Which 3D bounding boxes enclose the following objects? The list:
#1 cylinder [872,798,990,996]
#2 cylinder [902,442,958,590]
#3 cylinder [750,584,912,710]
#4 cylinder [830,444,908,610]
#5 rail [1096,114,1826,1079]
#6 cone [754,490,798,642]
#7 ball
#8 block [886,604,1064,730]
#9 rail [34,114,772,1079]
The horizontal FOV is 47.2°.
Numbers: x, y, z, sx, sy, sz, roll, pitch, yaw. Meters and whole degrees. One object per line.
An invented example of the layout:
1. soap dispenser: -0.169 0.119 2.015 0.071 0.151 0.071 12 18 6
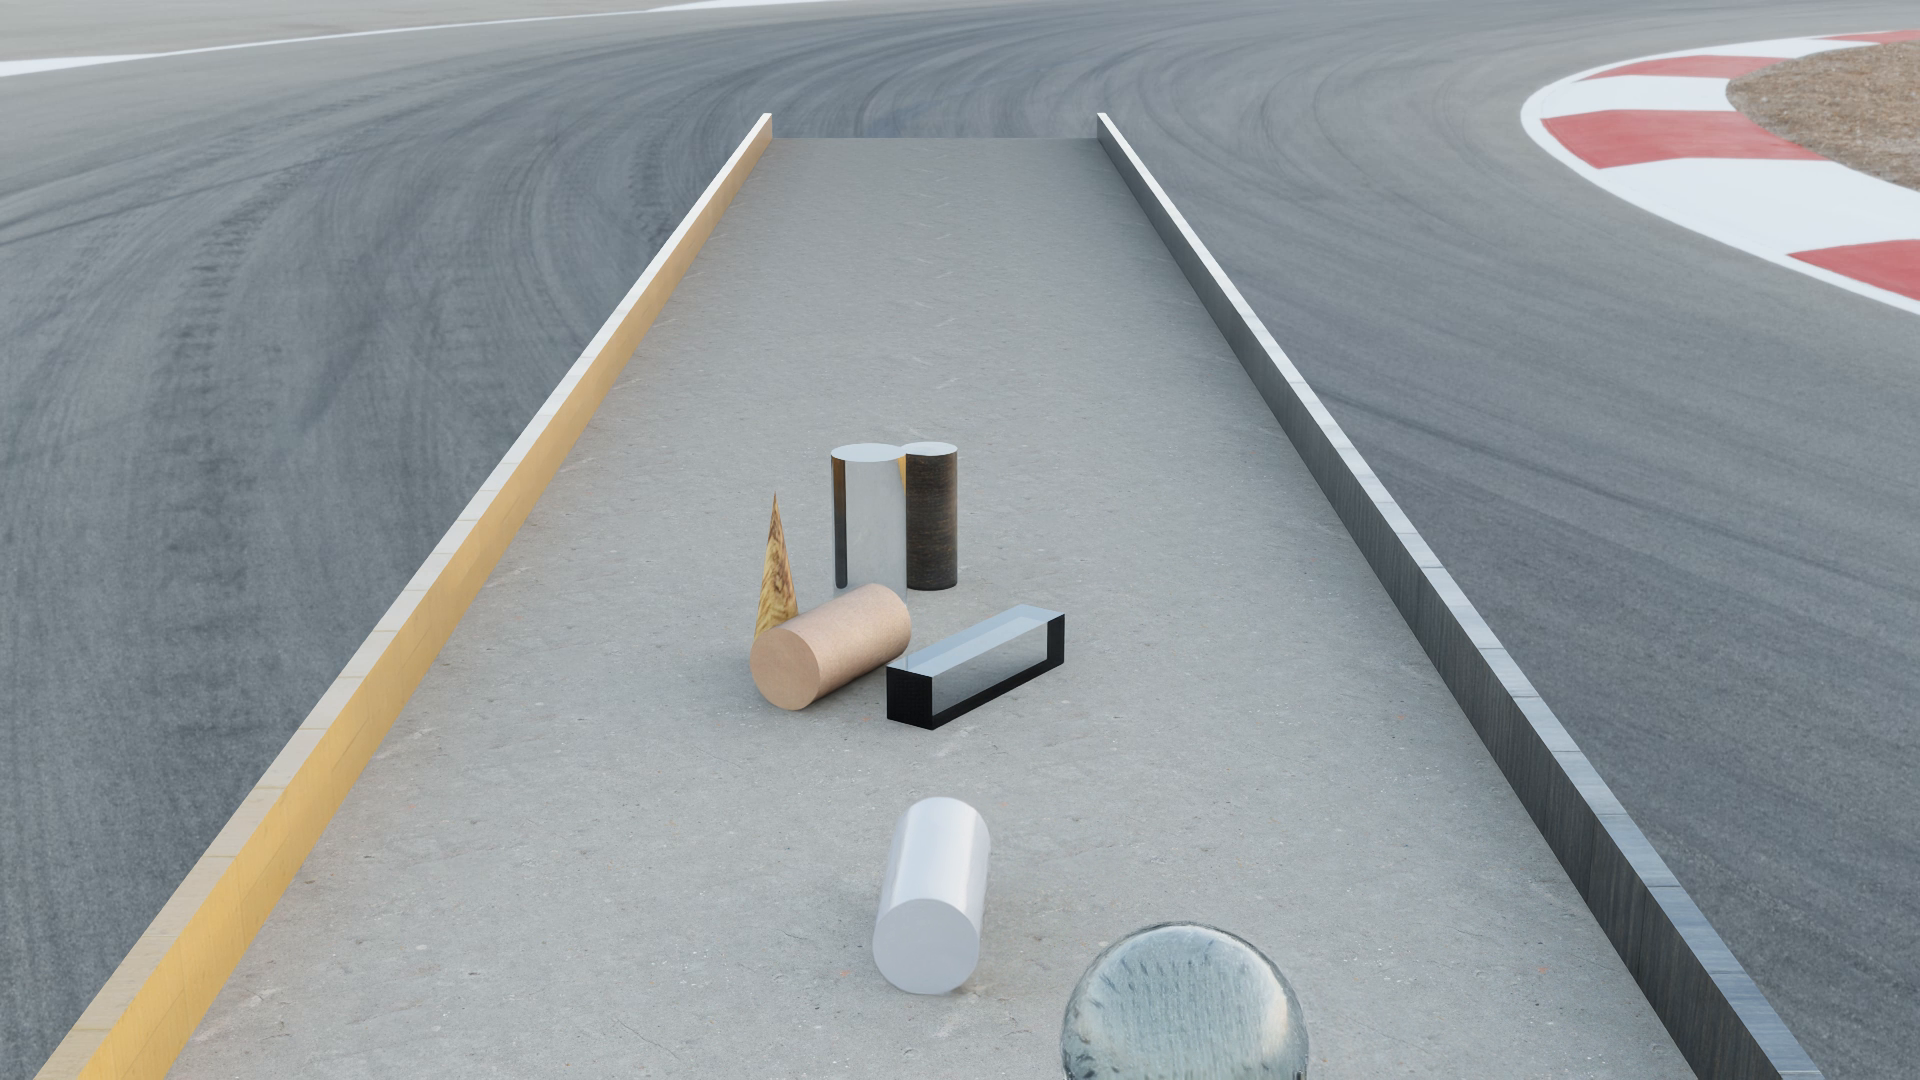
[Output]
1. cylinder: -0.038 0.516 3.228 0.150 0.150 0.353 1 17 3
2. cylinder: -0.068 -0.053 4.864 0.125 0.308 0.125 0 17 0
3. cylinder: -0.247 0.203 4.260 0.161 0.161 0.320 10 19 30
4. cylinder: -0.191 -0.013 4.647 0.158 0.355 0.158 0 17 0
5. rail: 0.932 -0.844 7.801 0.050 0.150 12.000 0 17 -1
6. cone: -0.363 0.071 4.370 0.114 0.353 0.114 0 17 0
7. ball: 0.270 0.611 2.648 0.298 0.298 0.298 0 17 0
8. block: 0.036 0.240 4.237 0.105 0.105 0.450 11 20 34
9. rail: -1.118 -0.838 7.780 0.050 0.150 12.000 0 17 -1
